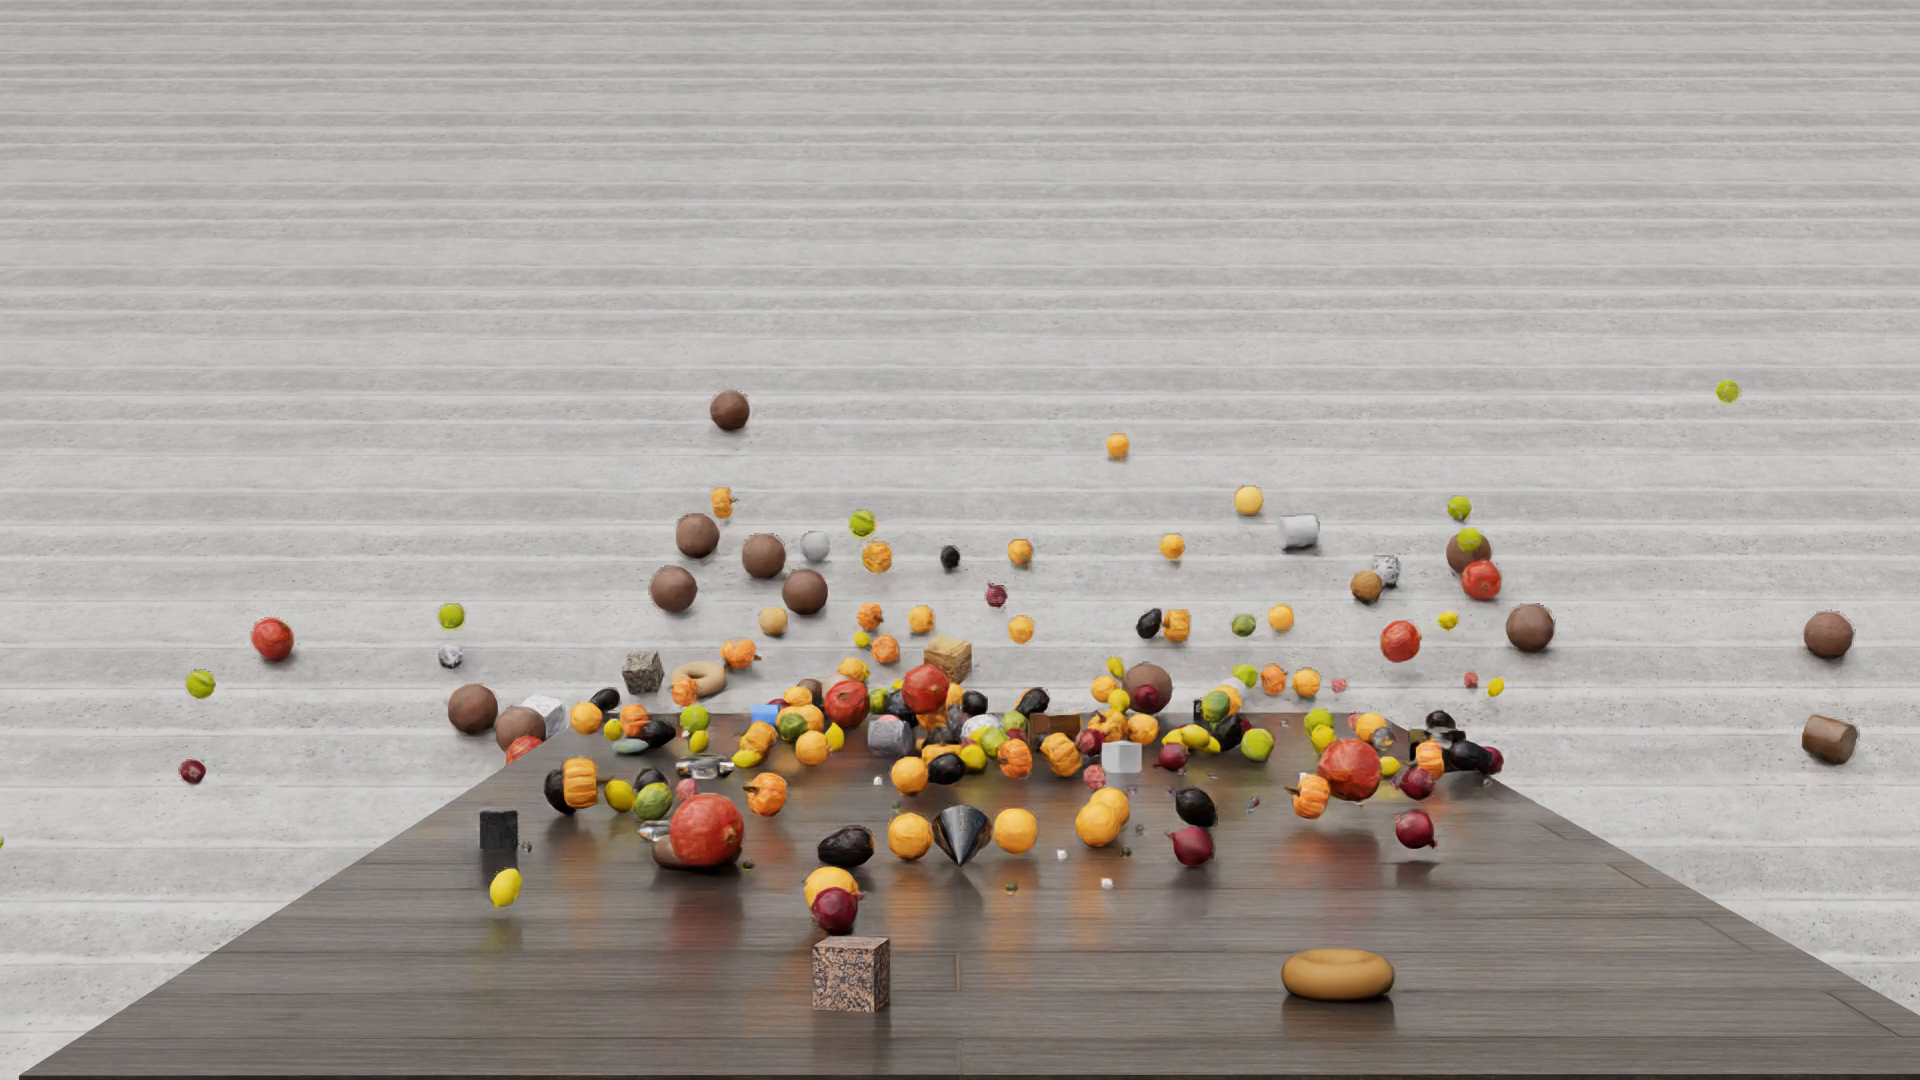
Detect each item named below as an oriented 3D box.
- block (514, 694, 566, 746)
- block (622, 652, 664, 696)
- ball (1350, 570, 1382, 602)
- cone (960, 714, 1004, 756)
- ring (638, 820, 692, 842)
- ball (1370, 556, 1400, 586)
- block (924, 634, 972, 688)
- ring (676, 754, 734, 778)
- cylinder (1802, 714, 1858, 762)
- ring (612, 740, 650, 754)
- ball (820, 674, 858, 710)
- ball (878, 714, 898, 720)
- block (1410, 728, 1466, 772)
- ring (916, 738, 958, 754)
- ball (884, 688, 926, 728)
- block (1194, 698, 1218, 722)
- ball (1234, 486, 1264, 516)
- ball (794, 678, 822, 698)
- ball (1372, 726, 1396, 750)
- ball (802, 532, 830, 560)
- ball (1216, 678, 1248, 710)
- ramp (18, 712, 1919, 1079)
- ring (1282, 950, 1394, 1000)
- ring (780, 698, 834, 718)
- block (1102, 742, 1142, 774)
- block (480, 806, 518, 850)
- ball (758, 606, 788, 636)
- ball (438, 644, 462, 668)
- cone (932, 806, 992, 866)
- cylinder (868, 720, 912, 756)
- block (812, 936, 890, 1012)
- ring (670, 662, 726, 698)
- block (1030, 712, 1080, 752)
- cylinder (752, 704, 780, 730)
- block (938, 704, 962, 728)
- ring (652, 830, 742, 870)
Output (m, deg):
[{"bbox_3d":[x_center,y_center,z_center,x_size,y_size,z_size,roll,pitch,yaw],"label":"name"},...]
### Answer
[{"bbox_3d":[-1.077,0.465,6.621,0.093,0.093,0.093,11,28,22],"label":"block"},{"bbox_3d":[-0.841,0.353,6.840,0.079,0.079,0.079,-6,31,14],"label":"block"},{"bbox_3d":[1.151,0.131,7.306,0.090,0.090,0.090,0,26,0],"label":"ball"},{"bbox_3d":[0.056,0.442,5.569,0.096,0.096,0.096,-4,28,-8],"label":"cone"},{"bbox_3d":[-0.487,0.480,4.258,0.087,0.029,0.087,1,1,0],"label":"ring"},{"bbox_3d":[1.217,0.089,7.394,0.088,0.088,0.088,0,26,0],"label":"ball"},{"bbox_3d":[-0.034,0.325,6.902,0.095,0.095,0.095,12,28,23],"label":"block"},{"bbox_3d":[-0.512,0.454,5.171,0.118,0.039,0.118,0,0,0],"label":"ring"},{"bbox_3d":[2.197,0.501,6.521,0.099,0.099,0.099,17,30,42],"label":"cylinder"},{"bbox_3d":[-0.716,0.450,5.612,0.080,0.027,0.080,0,2,0],"label":"ring"},{"bbox_3d":[-0.312,0.394,6.678,0.096,0.096,0.096,0,26,0],"label":"ball"},{"bbox_3d":[-0.160,0.425,5.785,0.067,0.067,0.067,0,26,0],"label":"ball"},{"bbox_3d":[0.977,0.429,5.275,0.082,0.082,0.082,-1,1,-23],"label":"block"},{"bbox_3d":[-0.051,0.447,5.607,0.094,0.031,0.094,0,1,0],"label":"ring"},{"bbox_3d":[-0.131,0.401,6.134,0.099,0.099,0.099,0,26,0],"label":"ball"},{"bbox_3d":[0.606,0.419,6.367,0.051,0.051,0.051,0,1,16],"label":"block"},{"bbox_3d":[0.875,-0.118,7.815,0.087,0.087,0.087,0,26,0],"label":"ball"},{"bbox_3d":[-0.394,0.404,6.755,0.086,0.086,0.086,0,26,0],"label":"ball"},{"bbox_3d":[0.929,0.436,5.664,0.050,0.050,0.050,0,26,0],"label":"ball"},{"bbox_3d":[-0.421,0.019,7.538,0.085,0.085,0.085,0,26,0],"label":"ball"},{"bbox_3d":[0.710,0.401,6.736,0.085,0.085,0.085,0,26,0],"label":"ball"},{"bbox_3d":[0.059,0.537,4.573,2.000,0.100,4.000,0,1,0],"label":"ramp"},{"bbox_3d":[0.436,0.502,2.980,0.130,0.043,0.130,-1,2,0],"label":"ring"},{"bbox_3d":[-0.385,0.421,6.466,0.139,0.046,0.139,-1,1,0],"label":"ring"},{"bbox_3d":[0.329,0.442,5.256,0.057,0.057,0.057,-1,2,-33],"label":"block"},{"bbox_3d":[-0.747,0.466,4.177,0.060,0.060,0.060,0,1,-11],"label":"block"},{"bbox_3d":[-0.516,0.222,7.129,0.081,0.081,0.081,0,26,0],"label":"ball"},{"bbox_3d":[-1.376,0.312,6.964,0.067,0.067,0.067,0,26,0],"label":"ball"},{"bbox_3d":[0.001,0.479,3.999,0.096,0.096,0.096,1,28,2],"label":"cone"},{"bbox_3d":[-0.151,0.425,5.540,0.076,0.076,0.076,0,25,14],"label":"cylinder"},{"bbox_3d":[-0.122,0.490,2.916,0.071,0.071,0.071,0,1,13],"label":"block"},{"bbox_3d":[-0.695,0.370,6.864,0.149,0.050,0.149,-1,25,1],"label":"ring"},{"bbox_3d":[0.209,0.421,5.662,0.080,0.080,0.080,-1,2,-32],"label":"block"},{"bbox_3d":[-0.460,0.420,6.117,0.062,0.062,0.062,1,26,3],"label":"cylinder"},{"bbox_3d":[-0.026,0.422,6.191,0.054,0.054,0.054,0,1,-6],"label":"block"},{"bbox_3d":[-0.406,0.478,3.981,0.137,0.046,0.137,-1,2,0],"label":"ring"}]
